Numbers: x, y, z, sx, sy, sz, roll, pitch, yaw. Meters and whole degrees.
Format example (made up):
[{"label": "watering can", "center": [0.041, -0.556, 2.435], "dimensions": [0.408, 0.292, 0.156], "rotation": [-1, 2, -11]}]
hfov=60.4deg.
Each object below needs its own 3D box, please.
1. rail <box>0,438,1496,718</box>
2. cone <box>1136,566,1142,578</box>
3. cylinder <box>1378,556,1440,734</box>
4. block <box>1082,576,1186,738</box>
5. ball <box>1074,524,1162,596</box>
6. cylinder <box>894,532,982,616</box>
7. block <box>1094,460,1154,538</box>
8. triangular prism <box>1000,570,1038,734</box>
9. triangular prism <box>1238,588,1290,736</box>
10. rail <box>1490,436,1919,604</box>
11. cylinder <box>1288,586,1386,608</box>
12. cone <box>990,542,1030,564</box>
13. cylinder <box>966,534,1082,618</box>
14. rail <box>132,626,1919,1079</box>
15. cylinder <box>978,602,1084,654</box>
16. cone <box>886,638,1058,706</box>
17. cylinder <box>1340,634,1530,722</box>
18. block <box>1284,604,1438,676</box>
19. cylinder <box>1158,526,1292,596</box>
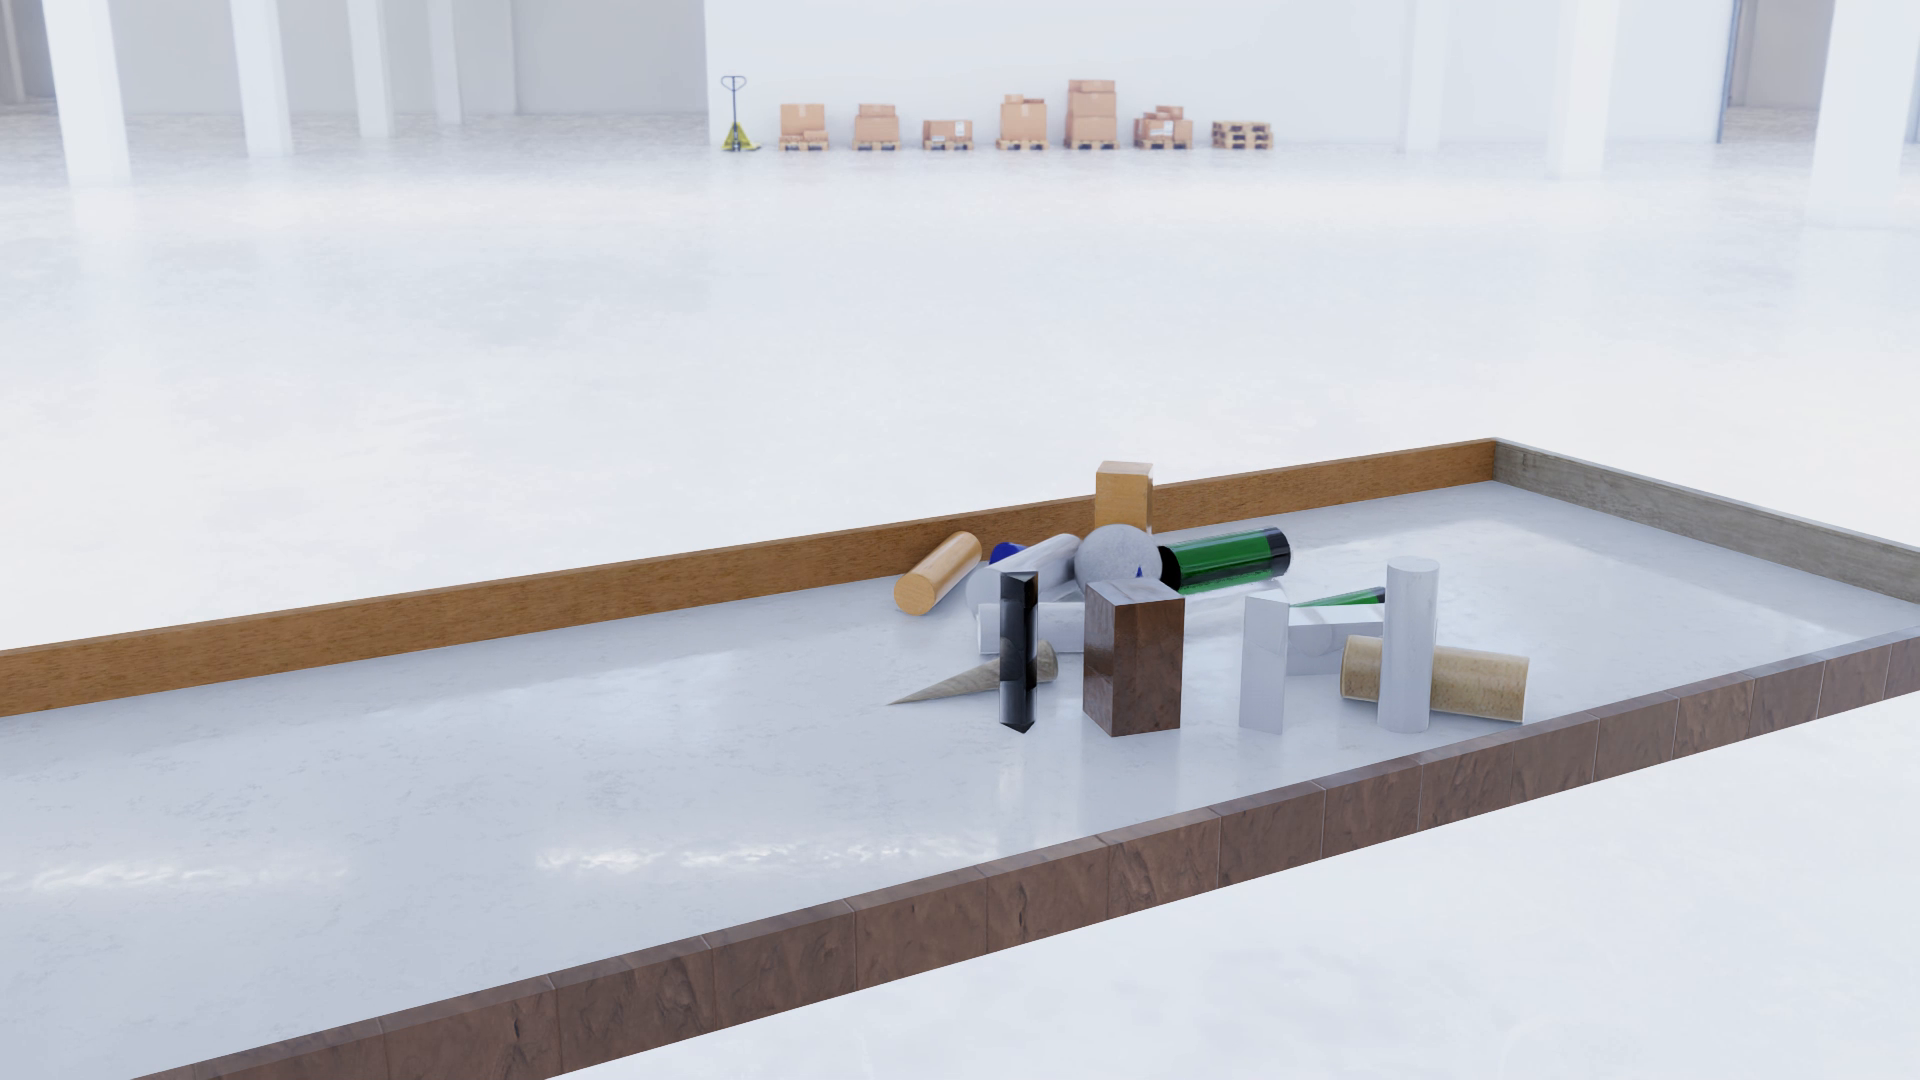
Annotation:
[{"label": "rail", "center": [-3.305, 0.497, 3.399], "dimensions": [12.000, 0.150, 0.050], "rotation": [-9, 18, -27]}, {"label": "cone", "center": [0.443, 0.205, 4.107], "dimensions": [0.152, 0.310, 0.152], "rotation": [0, 16, 0]}, {"label": "cylinder", "center": [1.037, 0.242, 3.817], "dimensions": [0.117, 0.398, 0.117], "rotation": [-1, 18, 0]}, {"label": "block", "center": [0.404, 0.271, 3.865], "dimensions": [0.174, 0.321, 0.174], "rotation": [-5, 17, -18]}, {"label": "ball", "center": [0.445, 0.077, 4.653], "dimensions": [0.248, 0.248, 0.248], "rotation": [0, 16, 0]}, {"label": "cylinder", "center": [-0.060, 0.092, 4.826], "dimensions": [0.121, 0.121, 0.456], "rotation": [5, 17, 17]}, {"label": "block", "center": [0.478, -0.035, 4.825], "dimensions": [0.149, 0.365, 0.149], "rotation": [4, 17, 12]}, {"label": "triangular prism", "center": [0.150, 0.256, 3.829], "dimensions": [0.076, 0.370, 0.088], "rotation": [-13, 21, -38]}, {"label": "triangular prism", "center": [0.722, 0.278, 3.836], "dimensions": [0.105, 0.322, 0.091], "rotation": [10, 19, 29]}, {"label": "rail", "center": [2.466, -0.048, 5.253], "dimensions": [0.050, 0.150, 2.100], "rotation": [-9, 18, -27]}, {"label": "cylinder", "center": [1.007, 0.210, 4.433], "dimensions": [0.348, 0.117, 0.117], "rotation": [-9, 19, -29]}, {"label": "cone", "center": [0.283, 0.072, 4.988], "dimensions": [0.400, 0.139, 0.139], "rotation": [-1, 13, -42]}, {"label": "cylinder", "center": [0.202, 0.111, 4.677], "dimensions": [0.169, 0.169, 0.410], "rotation": [11, 20, 33]}, {"label": "rail", "center": [-2.336, 1.006, 1.665], "dimensions": [12.000, 0.150, 0.050], "rotation": [-9, 18, -27]}, {"label": "cylinder", "center": [0.204, 0.230, 4.337], "dimensions": [0.308, 0.132, 0.132], "rotation": [-1, 16, -3]}, {"label": "cone", "center": [0.018, 0.351, 4.066], "dimensions": [0.450, 0.108, 0.108], "rotation": [-14, 20, -20]}, {"label": "cylinder", "center": [1.139, 0.330, 3.958], "dimensions": [0.421, 0.156, 0.156], "rotation": [7, 18, 22]}, {"label": "block", "center": [0.990, 0.255, 4.245], "dimensions": [0.433, 0.136, 0.136], "rotation": [-2, 17, -8]}, {"label": "cylinder", "center": [0.768, 0.064, 4.863], "dimensions": [0.410, 0.155, 0.155], "rotation": [-9, 19, -29]}]
